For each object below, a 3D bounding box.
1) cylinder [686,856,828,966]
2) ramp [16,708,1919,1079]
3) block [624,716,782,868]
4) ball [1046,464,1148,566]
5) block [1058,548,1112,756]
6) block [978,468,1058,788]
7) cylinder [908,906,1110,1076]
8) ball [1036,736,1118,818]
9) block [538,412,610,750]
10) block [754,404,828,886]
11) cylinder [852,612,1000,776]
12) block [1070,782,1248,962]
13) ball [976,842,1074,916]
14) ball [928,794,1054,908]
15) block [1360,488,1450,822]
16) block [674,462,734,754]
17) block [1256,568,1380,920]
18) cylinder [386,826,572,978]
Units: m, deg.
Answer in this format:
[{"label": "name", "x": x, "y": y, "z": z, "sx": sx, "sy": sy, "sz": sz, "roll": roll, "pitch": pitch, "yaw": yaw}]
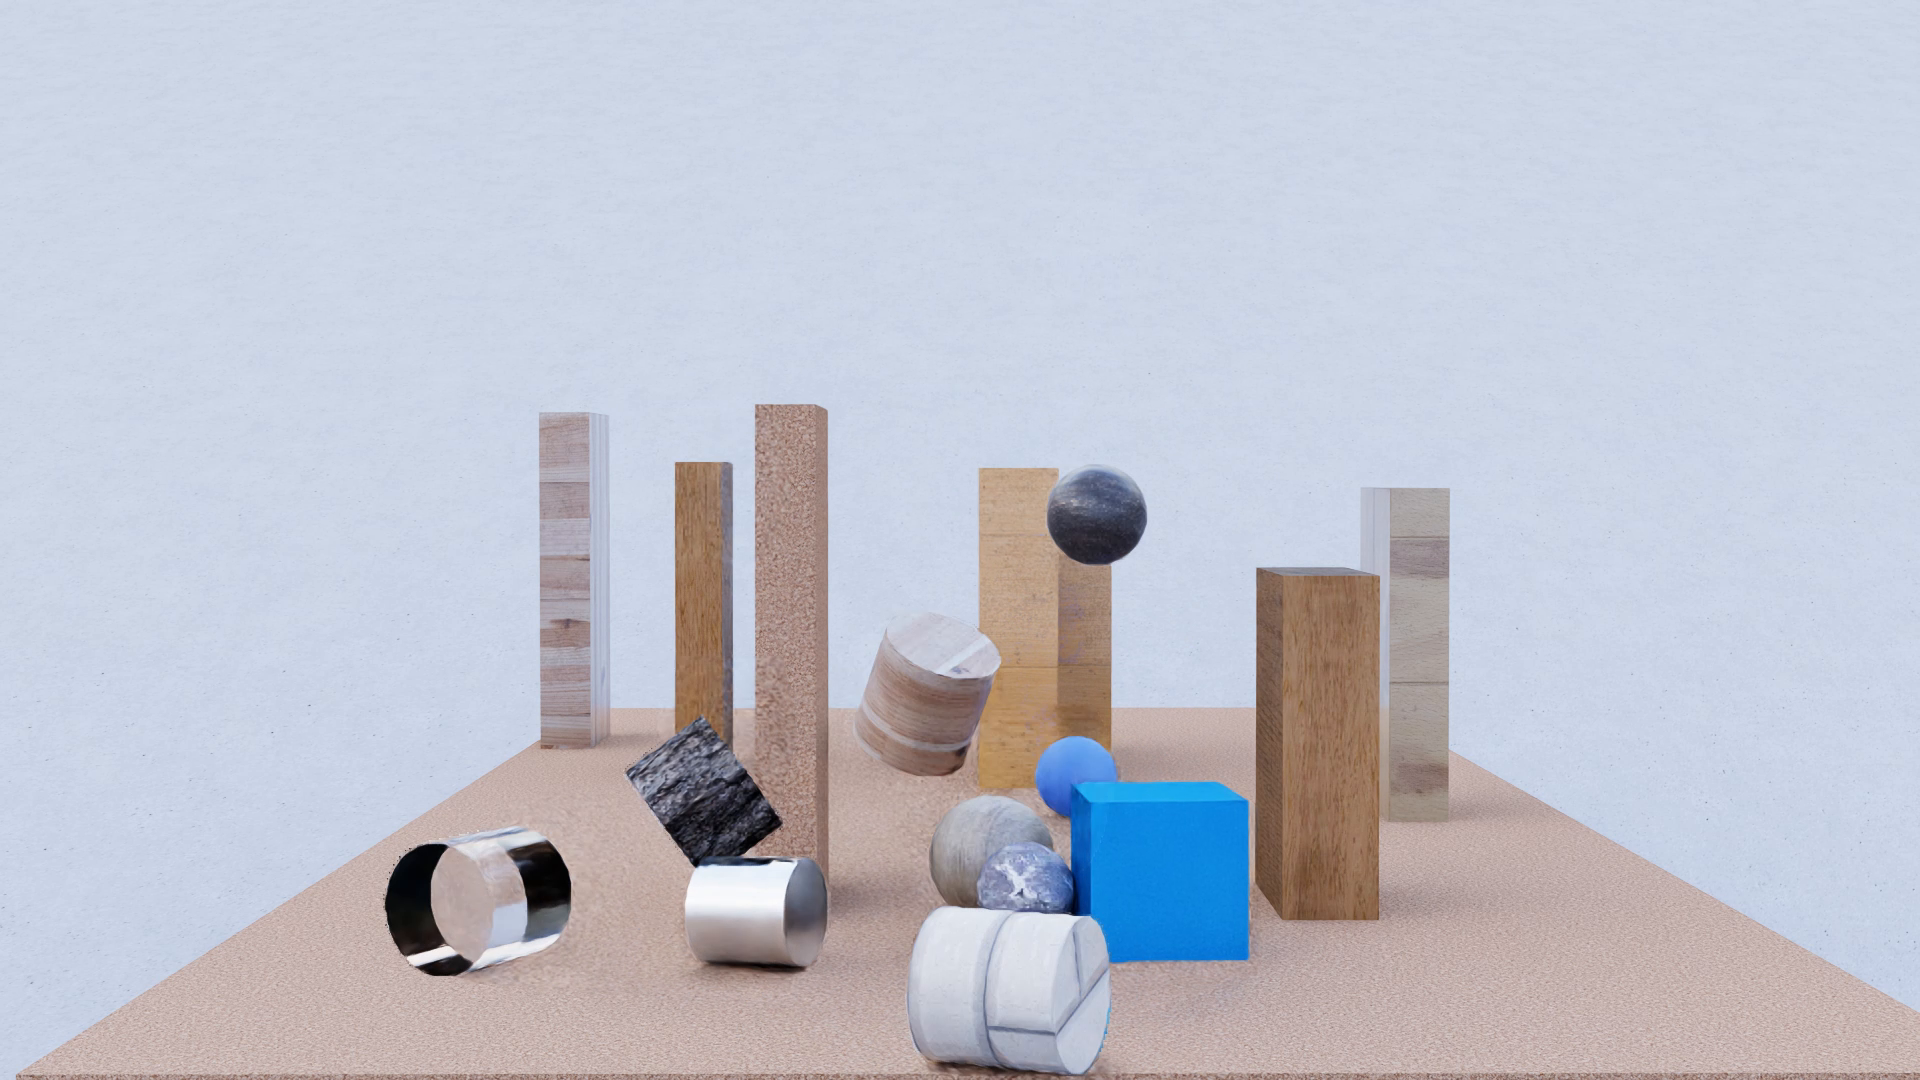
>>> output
[{"label": "cylinder", "x": -0.246, "y": 0.450, "z": 3.125, "sx": 0.129, "sy": 0.129, "sz": 0.129, "roll": -2, "pitch": 24, "yaw": 21}, {"label": "ramp", "x": 0.058, "y": 0.529, "z": 4.566, "sx": 2.000, "sy": 0.100, "sz": 4.000, "roll": 0, "pitch": 1, "yaw": 0}, {"label": "block", "x": -0.323, "y": 0.325, "z": 3.250, "sx": 0.121, "sy": 0.121, "sz": 0.121, "roll": -37, "pitch": 42, "yaw": -9}, {"label": "ball", "x": 0.167, "y": -0.031, "z": 3.141, "sx": 0.123, "sy": 0.123, "sz": 0.123, "roll": 0, "pitch": 26, "yaw": 0}, {"label": "block", "x": 0.240, "y": 0.191, "z": 5.449, "sx": 0.136, "sy": 0.529, "sz": 0.398, "roll": 0, "pitch": 1, "yaw": 0}, {"label": "block", "x": 0.111, "y": 0.162, "z": 5.072, "sx": 0.149, "sy": 0.608, "sz": 0.368, "roll": 0, "pitch": 1, "yaw": 0}, {"label": "cylinder", "x": 0.050, "y": 0.451, "z": 2.590, "sx": 0.156, "sy": 0.156, "sz": 0.156, "roll": 1, "pitch": 24, "yaw": 24}, {"label": "ball", "x": 0.201, "y": 0.410, "z": 4.471, "sx": 0.141, "sy": 0.141, "sz": 0.141, "roll": 0, "pitch": 26, "yaw": 0}, {"label": "block", "x": -0.855, "y": 0.084, "z": 5.739, "sx": 0.109, "sy": 0.729, "sz": 0.323, "roll": 0, "pitch": 1, "yaw": 0}, {"label": "block", "x": -0.233, "y": 0.159, "z": 3.609, "sx": 0.082, "sy": 0.689, "sz": 0.330, "roll": 0, "pitch": 1, "yaw": 0}, {"label": "cylinder", "x": -0.056, "y": 0.256, "z": 4.292, "sx": 0.197, "sy": 0.197, "sz": 0.197, "roll": 15, "pitch": 27, "yaw": -8}, {"label": "block", "x": 0.249, "y": 0.415, "z": 3.255, "sx": 0.195, "sy": 0.195, "sz": 0.195, "roll": 0, "pitch": 1, "yaw": -5}, {"label": "ball", "x": 0.084, "y": 0.449, "z": 3.294, "sx": 0.126, "sy": 0.126, "sz": 0.126, "roll": 0, "pitch": 26, "yaw": 0}, {"label": "ball", "x": 0.042, "y": 0.424, "z": 3.438, "sx": 0.168, "sy": 0.168, "sz": 0.168, "roll": 0, "pitch": 26, "yaw": 0}, {"label": "block", "x": 0.785, "y": 0.193, "z": 4.567, "sx": 0.102, "sy": 0.571, "sz": 0.319, "roll": 0, "pitch": 1, "yaw": 0}, {"label": "block", "x": -0.514, "y": 0.153, "z": 5.194, "sx": 0.092, "sy": 0.619, "sz": 0.247, "roll": 0, "pitch": 1, "yaw": 0}, {"label": "block", "x": 0.495, "y": 0.274, "z": 3.593, "sx": 0.129, "sy": 0.460, "sz": 0.310, "roll": 0, "pitch": 1, "yaw": 0}, {"label": "cylinder", "x": -0.582, "y": 0.437, "z": 3.127, "sx": 0.159, "sy": 0.159, "sz": 0.159, "roll": 13, "pitch": 7, "yaw": 25}]
